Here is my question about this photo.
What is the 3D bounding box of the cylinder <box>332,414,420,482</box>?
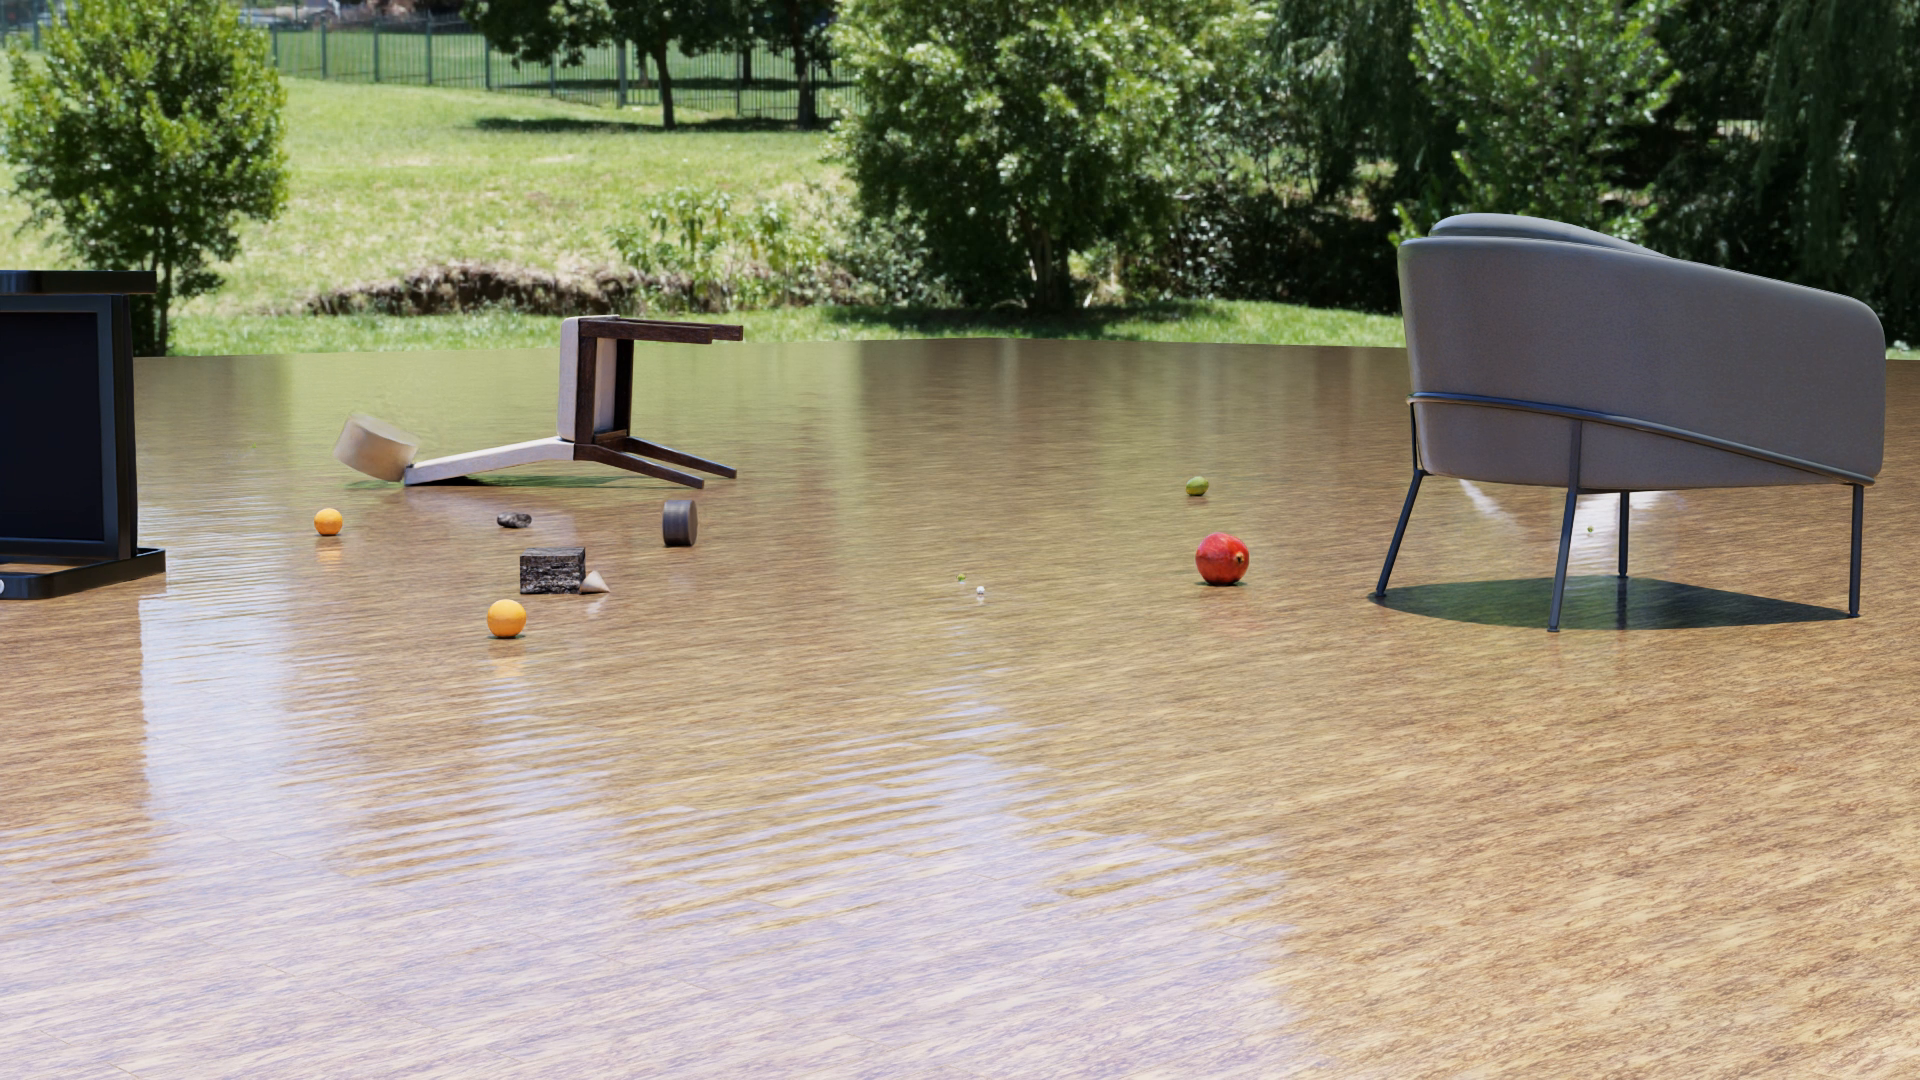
[{"bbox_3d":[-1.842,-0.293,8.091,0.228,0.127,0.357,27,5,1],"label":"cylinder"}]

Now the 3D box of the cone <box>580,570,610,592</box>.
[{"bbox_3d":[-0.752,0.098,5.357,0.053,0.048,0.122,25,12,4],"label":"cone"}]

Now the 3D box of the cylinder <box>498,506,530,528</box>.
[{"bbox_3d":[-1.171,-0.053,6.740,0.071,0.037,0.059,-29,12,29],"label":"cylinder"}]

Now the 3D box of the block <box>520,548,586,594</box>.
[{"bbox_3d":[-0.855,0.064,5.396,0.122,0.081,0.168,0,6,-4],"label":"block"}]
